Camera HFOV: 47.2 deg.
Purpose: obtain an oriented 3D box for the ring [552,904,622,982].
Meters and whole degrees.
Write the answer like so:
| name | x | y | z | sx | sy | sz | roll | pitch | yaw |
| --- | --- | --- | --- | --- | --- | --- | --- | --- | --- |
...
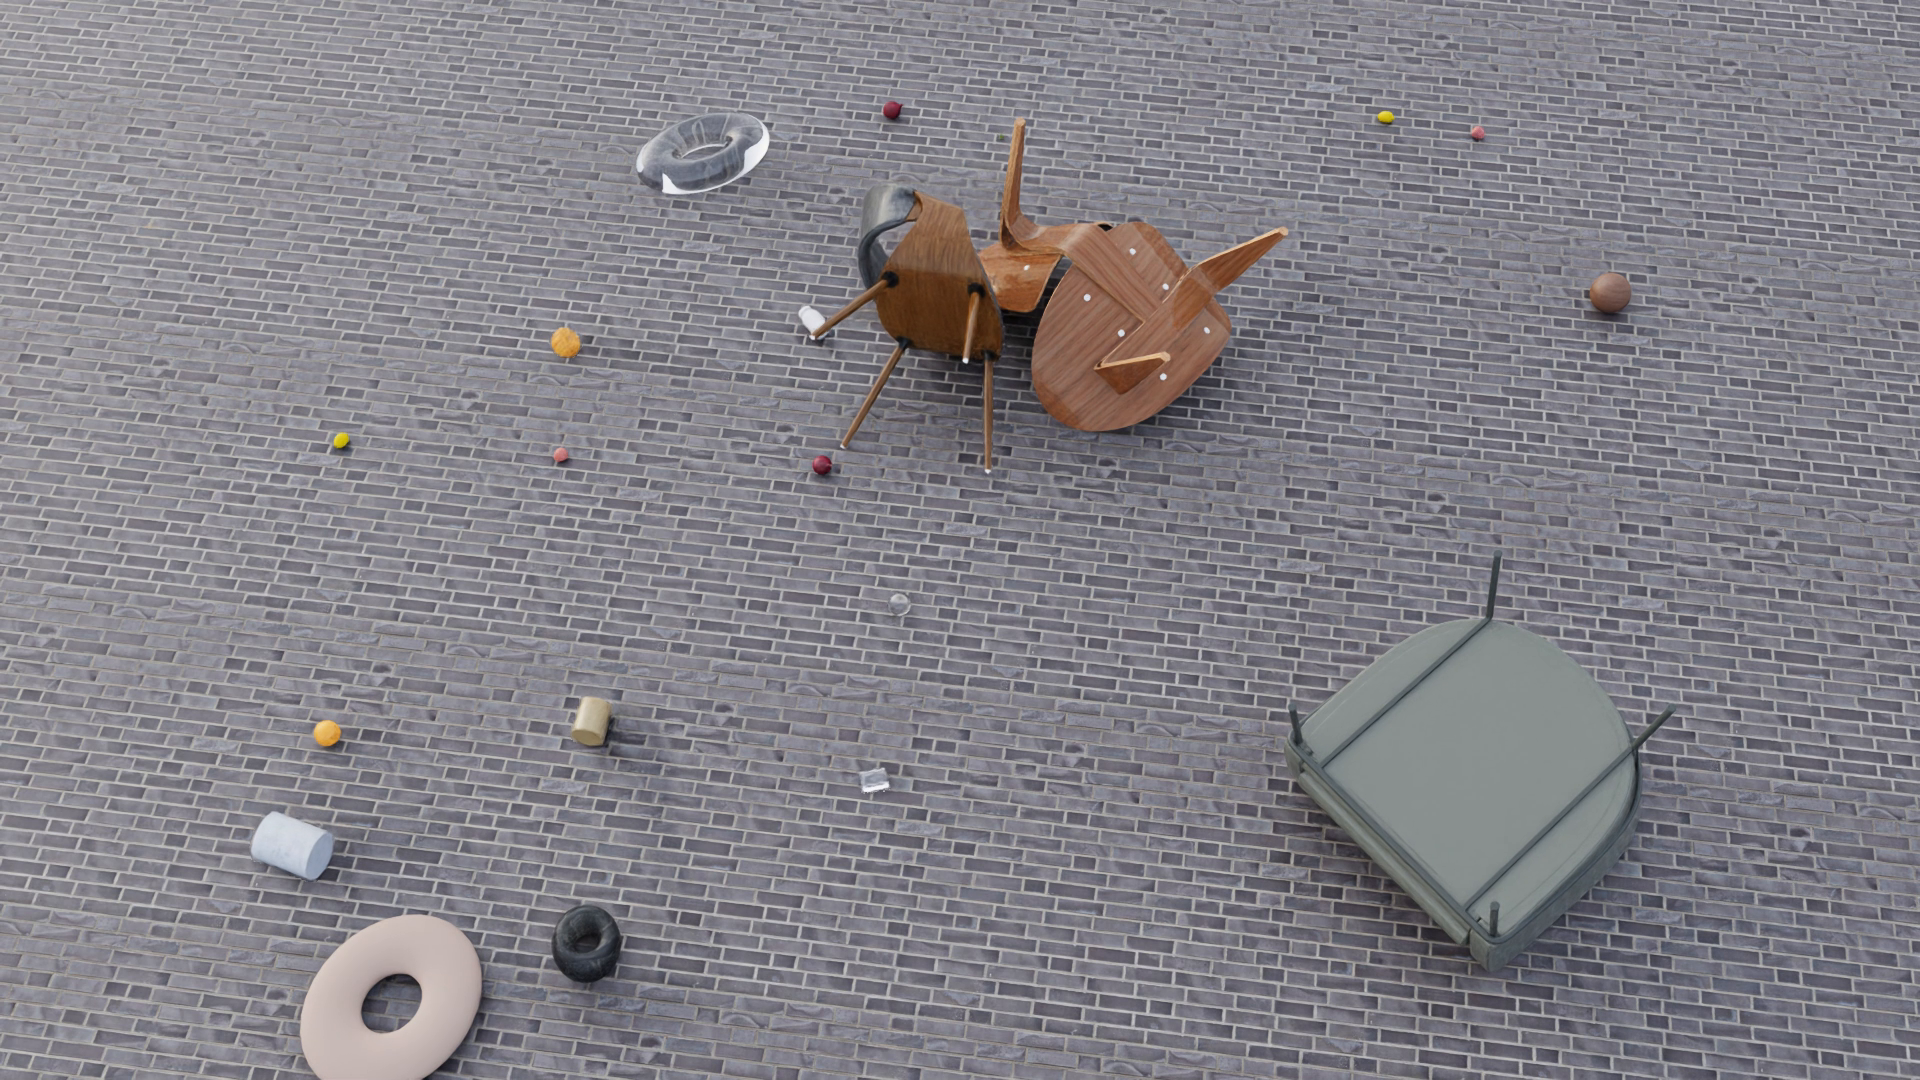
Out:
| name | x | y | z | sx | sy | sz | roll | pitch | yaw |
| --- | --- | --- | --- | --- | --- | --- | --- | --- | --- |
| ring | -0.985 | 1.064 | 5.797 | 0.183 | 0.105 | 0.212 | -4 | 51 | -7 |

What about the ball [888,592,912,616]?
| name | x | y | z | sx | sy | sz | roll | pitch | yaw |
| --- | --- | --- | --- | --- | --- | --- | --- | --- | --- |
| ball | -0.177 | 0.185 | 6.408 | 0.069 | 0.069 | 0.069 | 0 | 56 | 0 |

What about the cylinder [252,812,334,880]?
| name | x | y | z | sx | sy | sz | roll | pitch | yaw |
| --- | --- | --- | --- | --- | --- | --- | --- | --- | --- |
| cylinder | -1.800 | 0.825 | 5.938 | 0.166 | 0.136 | 0.136 | 18 | 25 | 12 |

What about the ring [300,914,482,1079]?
| name | x | y | z | sx | sy | sz | roll | pitch | yaw |
| --- | --- | --- | --- | --- | --- | --- | --- | --- | --- |
| ring | -1.479 | 1.206 | 5.723 | 0.441 | 0.071 | 0.514 | 25 | 60 | 15 |

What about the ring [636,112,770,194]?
| name | x | y | z | sx | sy | sz | roll | pitch | yaw |
| --- | --- | --- | --- | --- | --- | --- | --- | --- | --- |
| ring | -0.862 | -1.300 | 7.374 | 0.468 | 0.121 | 0.294 | -22 | 57 | -13 |

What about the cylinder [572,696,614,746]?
| name | x | y | z | sx | sy | sz | roll | pitch | yaw |
| --- | --- | --- | --- | --- | --- | --- | --- | --- | --- |
| cylinder | -1.032 | 0.510 | 6.177 | 0.083 | 0.096 | 0.107 | -18 | 47 | 36 |
